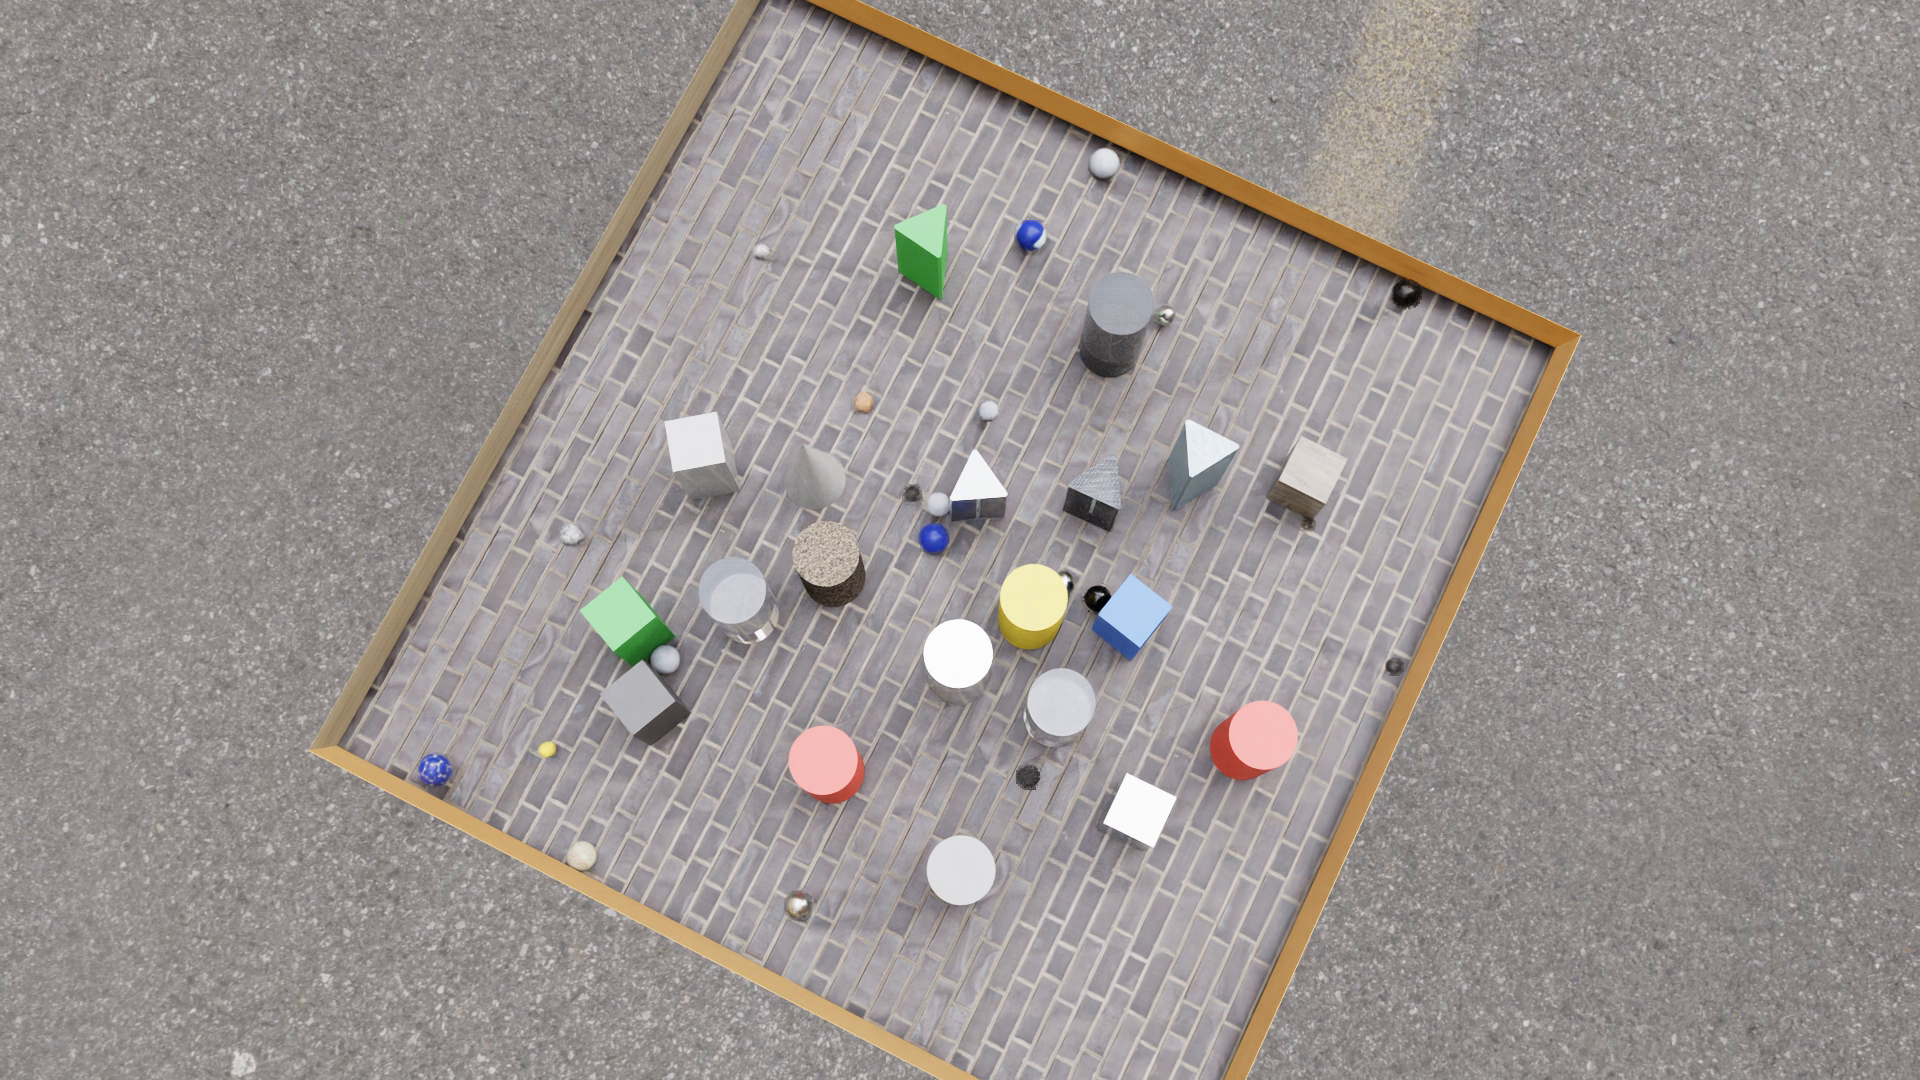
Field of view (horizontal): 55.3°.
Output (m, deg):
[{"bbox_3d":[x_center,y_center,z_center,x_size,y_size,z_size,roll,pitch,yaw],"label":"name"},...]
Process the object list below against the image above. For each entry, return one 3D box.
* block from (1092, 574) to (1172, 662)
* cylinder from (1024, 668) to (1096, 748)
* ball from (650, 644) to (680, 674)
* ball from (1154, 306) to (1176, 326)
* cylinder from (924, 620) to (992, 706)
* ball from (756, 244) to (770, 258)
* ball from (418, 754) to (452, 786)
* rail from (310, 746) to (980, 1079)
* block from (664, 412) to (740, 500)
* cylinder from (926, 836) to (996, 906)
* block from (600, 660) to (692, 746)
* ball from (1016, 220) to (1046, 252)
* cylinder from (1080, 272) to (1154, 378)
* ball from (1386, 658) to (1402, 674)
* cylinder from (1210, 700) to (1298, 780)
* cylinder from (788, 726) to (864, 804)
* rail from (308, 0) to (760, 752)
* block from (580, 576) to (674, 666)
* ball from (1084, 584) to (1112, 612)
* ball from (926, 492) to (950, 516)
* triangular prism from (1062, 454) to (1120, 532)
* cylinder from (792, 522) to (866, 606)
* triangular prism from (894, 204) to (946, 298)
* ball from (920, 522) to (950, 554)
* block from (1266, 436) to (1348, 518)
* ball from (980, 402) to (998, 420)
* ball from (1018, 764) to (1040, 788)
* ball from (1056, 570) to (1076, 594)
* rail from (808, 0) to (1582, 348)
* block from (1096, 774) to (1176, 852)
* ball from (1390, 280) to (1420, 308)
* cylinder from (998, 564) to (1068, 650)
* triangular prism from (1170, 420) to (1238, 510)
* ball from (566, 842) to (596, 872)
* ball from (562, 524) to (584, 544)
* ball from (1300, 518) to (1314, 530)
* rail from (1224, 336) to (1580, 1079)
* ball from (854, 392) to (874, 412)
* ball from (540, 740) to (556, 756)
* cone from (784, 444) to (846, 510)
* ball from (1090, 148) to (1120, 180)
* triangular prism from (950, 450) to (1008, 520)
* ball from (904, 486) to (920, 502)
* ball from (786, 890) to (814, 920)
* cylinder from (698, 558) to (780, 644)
[{"bbox_3d":[0.506,0.232,5.424,0.154,0.283,0.154,38,81,7],"label":"block"},{"bbox_3d":[0.287,0.492,5.338,0.192,0.346,0.192,0,78,0],"label":"cylinder"},{"bbox_3d":[-0.884,0.358,5.497,0.089,0.089,0.089,0,78,0],"label":"ball"},{"bbox_3d":[0.641,-0.702,5.729,0.063,0.063,0.063,0,78,0],"label":"ball"},{"bbox_3d":[-0.005,0.361,5.317,0.192,0.440,0.192,0,78,0],"label":"cylinder"},{"bbox_3d":[-0.623,-0.912,5.783,0.043,0.043,0.043,0,78,0],"label":"ball"},{"bbox_3d":[-1.553,0.683,5.426,0.096,0.096,0.096,0,78,0],"label":"ball"},{"bbox_3d":[-0.625,1.231,5.297,2.842,0.125,0.045,26,80,5],"label":"rail"},{"bbox_3d":[-0.767,-0.247,5.481,0.154,0.366,0.154,-11,79,-2],"label":"block"},{"bbox_3d":[0.003,0.952,5.263,0.192,0.307,0.192,0,78,0],"label":"cylinder"},{"bbox_3d":[-0.914,0.479,5.353,0.154,0.322,0.154,-39,81,-7],"label":"block"},{"bbox_3d":[0.224,-0.956,5.765,0.096,0.096,0.096,0,78,0],"label":"ball"},{"bbox_3d":[0.469,-0.644,5.532,0.192,0.427,0.192,0,78,0],"label":"cylinder"},{"bbox_3d":[1.303,0.381,5.514,0.047,0.047,0.047,0,78,0],"label":"ball"},{"bbox_3d":[0.844,0.583,5.293,0.192,0.398,0.192,0,78,0],"label":"cylinder"},{"bbox_3d":[-0.381,0.651,5.285,0.192,0.386,0.192,0,78,0],"label":"cylinder"},{"bbox_3d":[-1.250,-0.605,5.677,0.045,0.125,2.843,26,80,5],"label":"rail"},{"bbox_3d":[-0.970,0.246,5.377,0.154,0.369,0.154,-40,81,-8],"label":"block"},{"bbox_3d":[0.417,0.177,5.538,0.082,0.082,0.082,0,78,0],"label":"ball"},{"bbox_3d":[-0.066,-0.108,5.601,0.073,0.073,0.073,0,78,0],"label":"ball"},{"bbox_3d":[0.420,-0.156,5.488,0.166,0.315,0.144,25,79,5],"label":"triangular prism"},{"bbox_3d":[-0.384,0.075,5.423,0.192,0.350,0.192,0,78,0],"label":"cylinder"},{"bbox_3d":[-0.086,-0.901,5.613,0.166,0.371,0.144,35,80,7],"label":"triangular prism"},{"bbox_3d":[-0.076,-0.006,5.571,0.092,0.092,0.092,0,78,0],"label":"ball"},{"bbox_3d":[1.045,-0.184,5.535,0.154,0.234,0.154,27,80,5],"label":"block"},{"bbox_3d":[0.089,-0.398,5.669,0.059,0.059,0.059,0,78,0],"label":"ball"},{"bbox_3d":[0.204,0.701,5.437,0.068,0.068,0.068,0,78,0],"label":"ball"},{"bbox_3d":[0.312,0.130,5.552,0.073,0.073,0.073,0,78,0],"label":"ball"},{"bbox_3d":[0.625,-1.218,5.804,2.842,0.125,0.045,26,80,5],"label":"rail"},{"bbox_3d":[0.504,0.789,5.288,0.154,0.324,0.154,26,79,5],"label":"block"},{"bbox_3d":[1.392,-0.770,5.731,0.087,0.087,0.087,0,78,0],"label":"ball"},{"bbox_3d":[0.210,0.200,5.386,0.192,0.371,0.192,0,78,0],"label":"cylinder"},{"bbox_3d":[0.687,-0.238,5.440,0.166,0.443,0.144,-32,80,-6],"label":"triangular prism"},{"bbox_3d":[-1.111,0.928,5.380,0.088,0.088,0.088,0,78,0],"label":"ball"},{"bbox_3d":[-1.182,-0.017,5.588,0.063,0.063,0.063,0,78,0],"label":"ball"},{"bbox_3d":[1.062,-0.049,5.606,0.040,0.040,0.040,0,78,0],"label":"ball"},{"bbox_3d":[1.250,0.619,5.424,0.045,0.125,2.843,26,80,5],"label":"rail"},{"bbox_3d":[-0.299,-0.428,5.674,0.060,0.060,0.060,0,78,0],"label":"ball"},{"bbox_3d":[-1.229,0.623,5.464,0.047,0.047,0.047,0,78,0],"label":"ball"},{"bbox_3d":[-0.448,-0.231,5.444,0.192,0.431,0.192,0,78,0],"label":"cone"},{"bbox_3d":[0.459,-1.194,5.815,0.096,0.096,0.096,0,78,0],"label":"ball"},{"bbox_3d":[0.049,-0.165,5.502,0.166,0.291,0.144,-5,78,-1],"label":"triangular prism"},{"bbox_3d":[-0.146,-0.141,5.619,0.051,0.051,0.051,0,78,0],"label":"ball"},{"bbox_3d":[-0.467,1.066,5.352,0.086,0.086,0.086,0,78,0],"label":"ball"},{"bbox_3d":[-0.645,0.181,5.382,0.192,0.385,0.192,0,78,0],"label":"cylinder"}]
